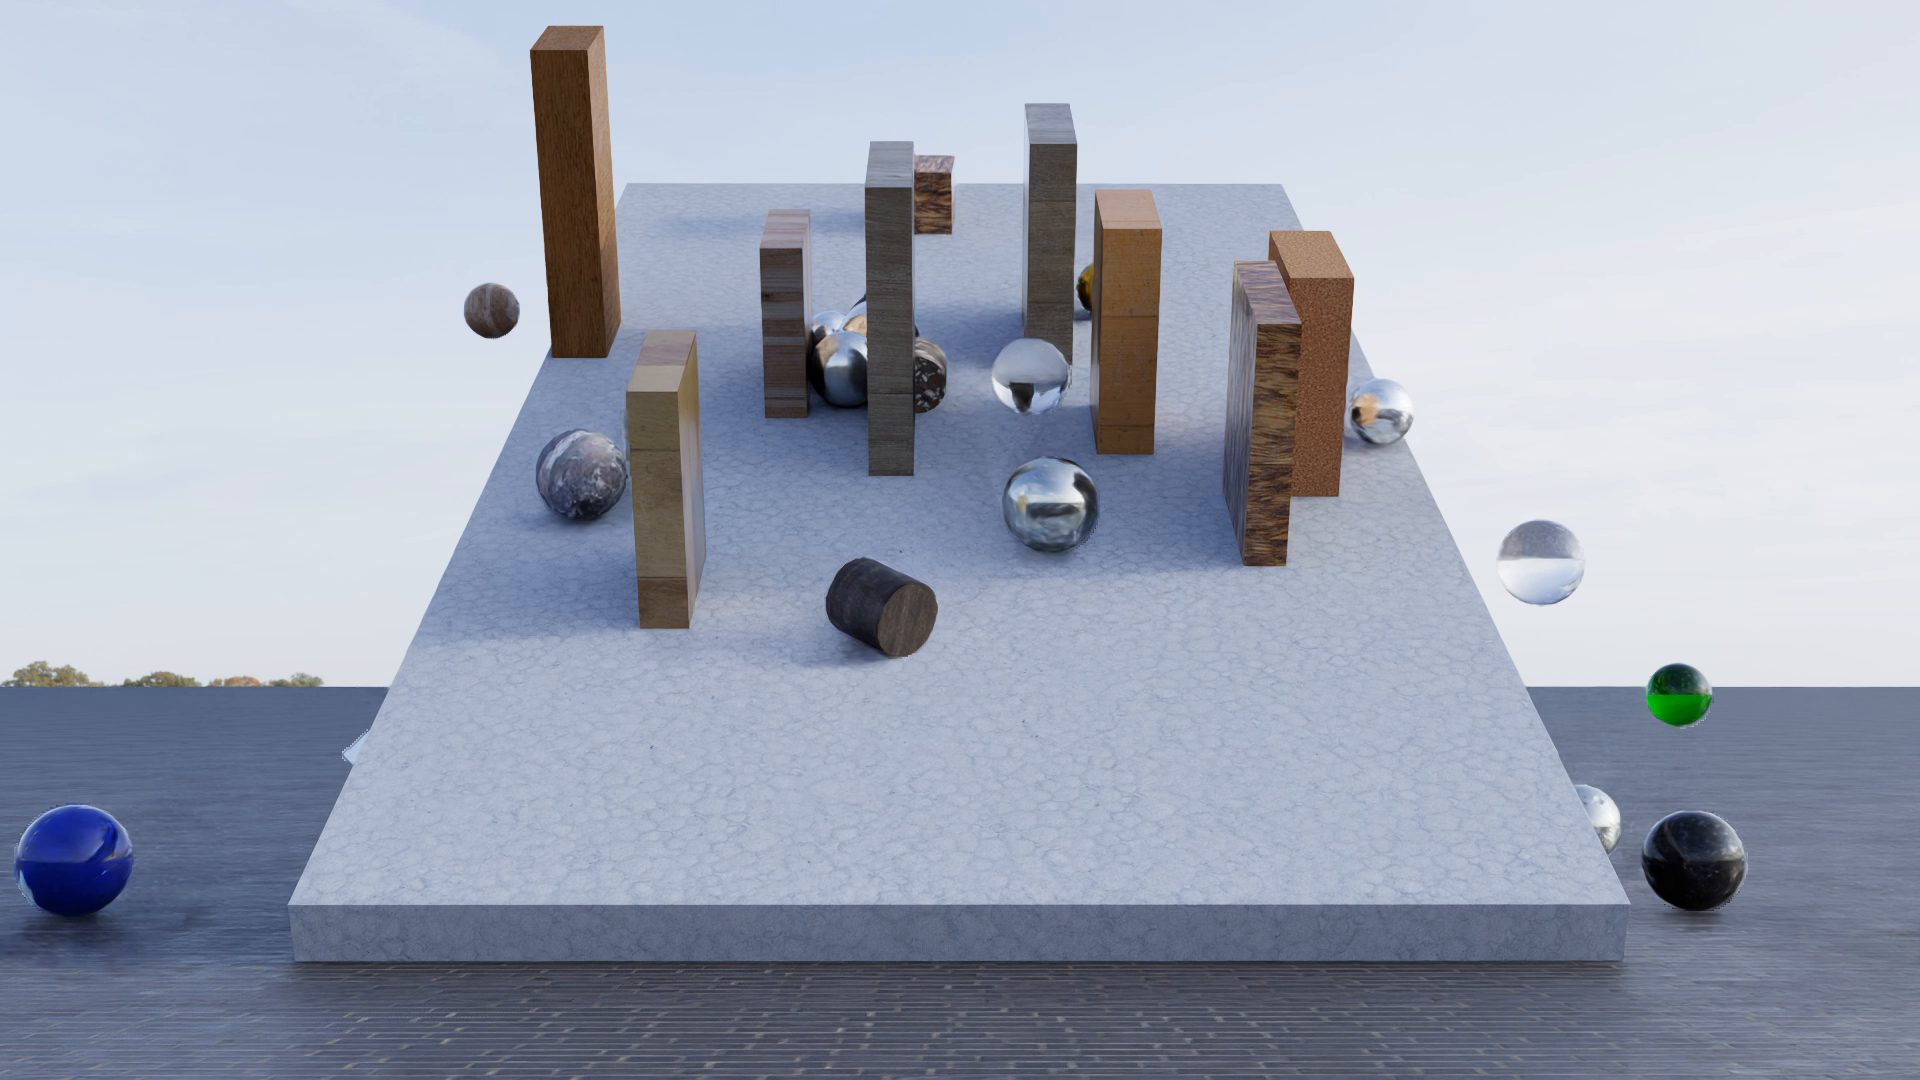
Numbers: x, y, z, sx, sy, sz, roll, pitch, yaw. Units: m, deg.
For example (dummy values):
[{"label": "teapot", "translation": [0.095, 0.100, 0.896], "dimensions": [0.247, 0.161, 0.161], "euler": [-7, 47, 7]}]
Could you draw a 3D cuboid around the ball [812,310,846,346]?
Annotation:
[{"label": "ball", "translation": [-0.312, -0.486, 5.604], "dimensions": [0.131, 0.131, 0.131], "euler": [0, -3, 0]}]

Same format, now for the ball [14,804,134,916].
[{"label": "ball", "translation": [-1.588, 0.575, 4.176], "dimensions": [0.199, 0.199, 0.199], "euler": [0, -3, 0]}]

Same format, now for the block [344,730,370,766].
[{"label": "block", "translation": [-1.391, 0.559, 5.854], "dimensions": [0.194, 0.194, 0.194], "euler": [52, -17, -24]}]

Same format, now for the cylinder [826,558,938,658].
[{"label": "cylinder", "translation": [-0.142, 0.122, 4.228], "dimensions": [0.144, 0.144, 0.144], "euler": [4, 15, -46]}]

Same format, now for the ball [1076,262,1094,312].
[{"label": "ball", "translation": [0.371, -0.644, 5.941], "dimensions": [0.146, 0.146, 0.146], "euler": [0, -3, 0]}]

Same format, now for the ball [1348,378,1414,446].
[{"label": "ball", "translation": [0.929, -0.283, 5.137], "dimensions": [0.147, 0.147, 0.147], "euler": [0, -3, 0]}]

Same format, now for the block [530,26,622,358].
[{"label": "block", "translation": [-0.925, -0.841, 5.636], "dimensions": [0.133, 0.750, 0.275], "euler": [0, 24, 0]}]

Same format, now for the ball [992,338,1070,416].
[{"label": "ball", "translation": [0.161, -0.373, 5.297], "dimensions": [0.177, 0.177, 0.177], "euler": [0, -3, 0]}]

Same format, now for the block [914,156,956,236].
[{"label": "block", "translation": [-0.110, -0.989, 6.665], "dimensions": [0.182, 0.182, 0.182], "euler": [1, 24, 3]}]

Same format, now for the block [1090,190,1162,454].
[{"label": "block", "translation": [0.362, -0.483, 5.136], "dimensions": [0.124, 0.511, 0.306], "euler": [0, 24, 0]}]

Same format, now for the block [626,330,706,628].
[{"label": "block", "translation": [-0.547, -0.117, 4.364], "dimensions": [0.091, 0.468, 0.331], "euler": [0, 24, 0]}]

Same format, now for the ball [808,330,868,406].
[{"label": "ball", "translation": [-0.261, -0.393, 5.343], "dimensions": [0.174, 0.174, 0.174], "euler": [0, -3, 0]}]

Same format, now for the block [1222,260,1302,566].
[{"label": "block", "translation": [0.598, -0.258, 4.647], "dimensions": [0.083, 0.500, 0.398], "euler": [0, 24, 0]}]

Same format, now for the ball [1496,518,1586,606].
[{"label": "ball", "translation": [1.191, 0.046, 4.773], "dimensions": [0.178, 0.178, 0.178], "euler": [0, -3, 0]}]

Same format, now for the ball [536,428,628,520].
[{"label": "ball", "translation": [-0.772, -0.134, 4.749], "dimensions": [0.185, 0.185, 0.185], "euler": [0, -3, 0]}]

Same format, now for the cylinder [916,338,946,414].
[{"label": "cylinder", "translation": [-0.099, -0.380, 5.361], "dimensions": [0.137, 0.137, 0.137], "euler": [0, 24, 0]}]

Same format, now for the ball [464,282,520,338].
[{"label": "ball", "translation": [-1.184, -0.580, 5.885], "dimensions": [0.141, 0.141, 0.141], "euler": [0, -3, 0]}]

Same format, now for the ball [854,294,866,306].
[{"label": "ball", "translation": [-0.189, -0.530, 5.667], "dimensions": [0.160, 0.160, 0.160], "euler": [0, -3, 0]}]

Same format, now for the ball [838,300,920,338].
[{"label": "ball", "translation": [-0.192, -0.472, 5.496], "dimensions": [0.195, 0.195, 0.195], "euler": [0, -3, 0]}]

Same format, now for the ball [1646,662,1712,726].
[{"label": "ball", "translation": [1.474, 0.317, 4.776], "dimensions": [0.130, 0.130, 0.130], "euler": [0, -3, 0]}]

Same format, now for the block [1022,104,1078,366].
[{"label": "block", "translation": [0.216, -0.752, 5.694], "dimensions": [0.112, 0.545, 0.396], "euler": [0, 24, 0]}]

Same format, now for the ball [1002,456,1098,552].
[{"label": "ball", "translation": [0.179, -0.071, 4.604], "dimensions": [0.191, 0.191, 0.191], "euler": [0, -3, 0]}]

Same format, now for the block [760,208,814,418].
[{"label": "block", "translation": [-0.396, -0.524, 5.357], "dimensions": [0.095, 0.401, 0.312], "euler": [0, 24, 0]}]

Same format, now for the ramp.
[{"label": "ramp", "translation": [-0.008, -0.228, 5.312], "dimensions": [2.000, 0.100, 4.000], "euler": [0, 24, 0]}]

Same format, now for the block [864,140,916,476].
[{"label": "block", "translation": [-0.148, -0.503, 5.026], "dimensions": [0.095, 0.634, 0.373], "euler": [0, 24, 0]}]

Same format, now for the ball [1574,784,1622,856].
[{"label": "ball", "translation": [1.273, 0.587, 4.785], "dimensions": [0.169, 0.169, 0.169], "euler": [0, -3, 0]}]

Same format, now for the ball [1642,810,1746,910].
[{"label": "ball", "translation": [1.350, 0.589, 4.286], "dimensions": [0.184, 0.184, 0.184], "euler": [0, -3, 0]}]

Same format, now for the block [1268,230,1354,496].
[{"label": "block", "translation": [0.730, -0.378, 4.941], "dimensions": [0.130, 0.479, 0.332], "euler": [0, 24, 0]}]
